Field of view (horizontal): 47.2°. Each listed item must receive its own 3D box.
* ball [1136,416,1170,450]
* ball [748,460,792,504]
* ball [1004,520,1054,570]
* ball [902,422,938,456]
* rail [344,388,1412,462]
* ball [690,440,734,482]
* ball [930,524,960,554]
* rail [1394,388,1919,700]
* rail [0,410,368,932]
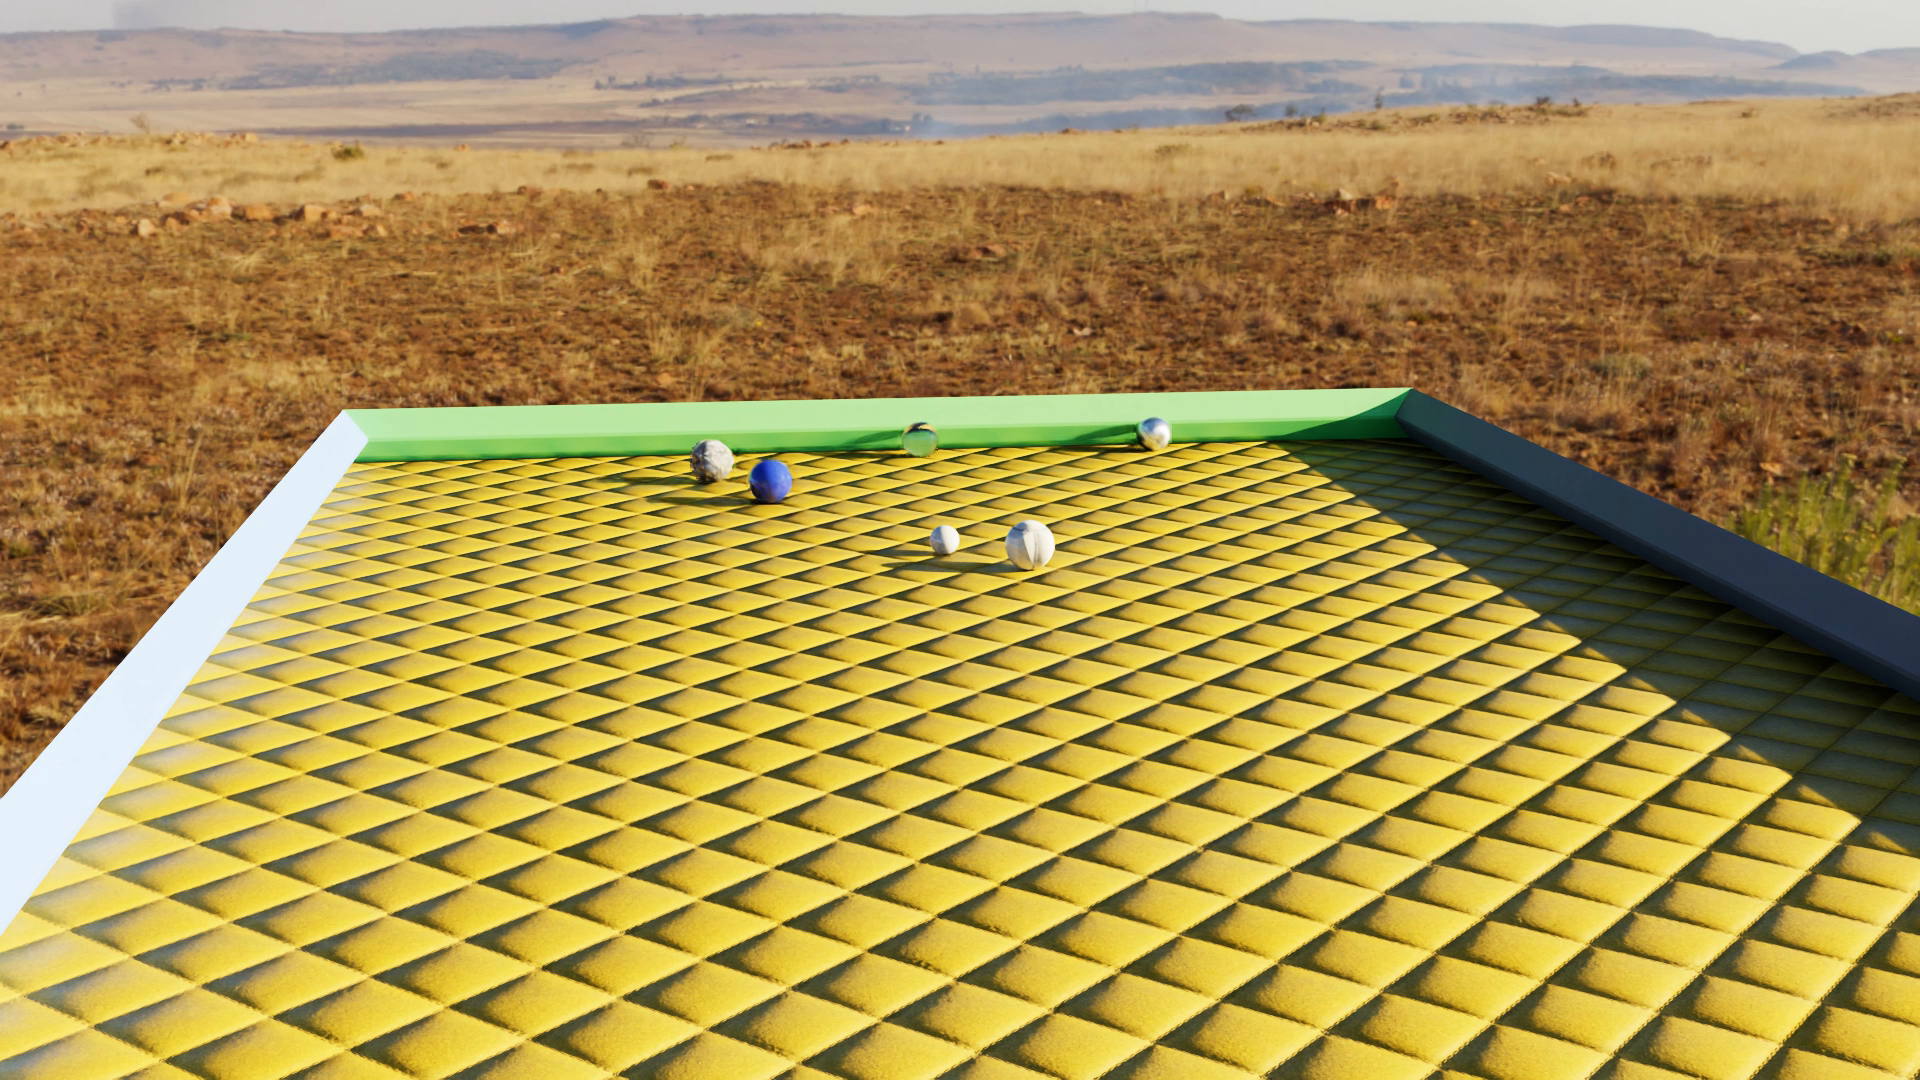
[{"bbox_3d":[0.337,-0.185,3.834,0.060,0.060,0.060,0,13,0],"label":"ball"},{"bbox_3d":[-0.293,-0.090,3.393,0.067,0.067,0.067,0,13,0],"label":"ball"},{"bbox_3d":[0.094,0.007,2.958,0.067,0.067,0.067,0,13,0],"label":"ball"},{"bbox_3d":[-0.070,-0.173,3.779,0.061,0.061,0.061,0,13,0],"label":"ball"},{"bbox_3d":[-0.112,-0.198,3.821,1.873,0.089,0.045,-2,13,-7],"label":"rail"},{"bbox_3d":[-0.401,-0.128,3.557,0.069,0.069,0.069,0,13,0],"label":"ball"},{"bbox_3d":[-0.021,0.000,3.049,0.042,0.042,0.042,0,13,0],"label":"ball"},{"bbox_3d":[1.020,0.148,2.271,0.045,0.089,3.495,-2,13,-7],"label":"rail"},{"bbox_3d":[-0.790,0.201,2.036,0.045,0.089,3.495,-2,13,-7],"label":"rail"}]
